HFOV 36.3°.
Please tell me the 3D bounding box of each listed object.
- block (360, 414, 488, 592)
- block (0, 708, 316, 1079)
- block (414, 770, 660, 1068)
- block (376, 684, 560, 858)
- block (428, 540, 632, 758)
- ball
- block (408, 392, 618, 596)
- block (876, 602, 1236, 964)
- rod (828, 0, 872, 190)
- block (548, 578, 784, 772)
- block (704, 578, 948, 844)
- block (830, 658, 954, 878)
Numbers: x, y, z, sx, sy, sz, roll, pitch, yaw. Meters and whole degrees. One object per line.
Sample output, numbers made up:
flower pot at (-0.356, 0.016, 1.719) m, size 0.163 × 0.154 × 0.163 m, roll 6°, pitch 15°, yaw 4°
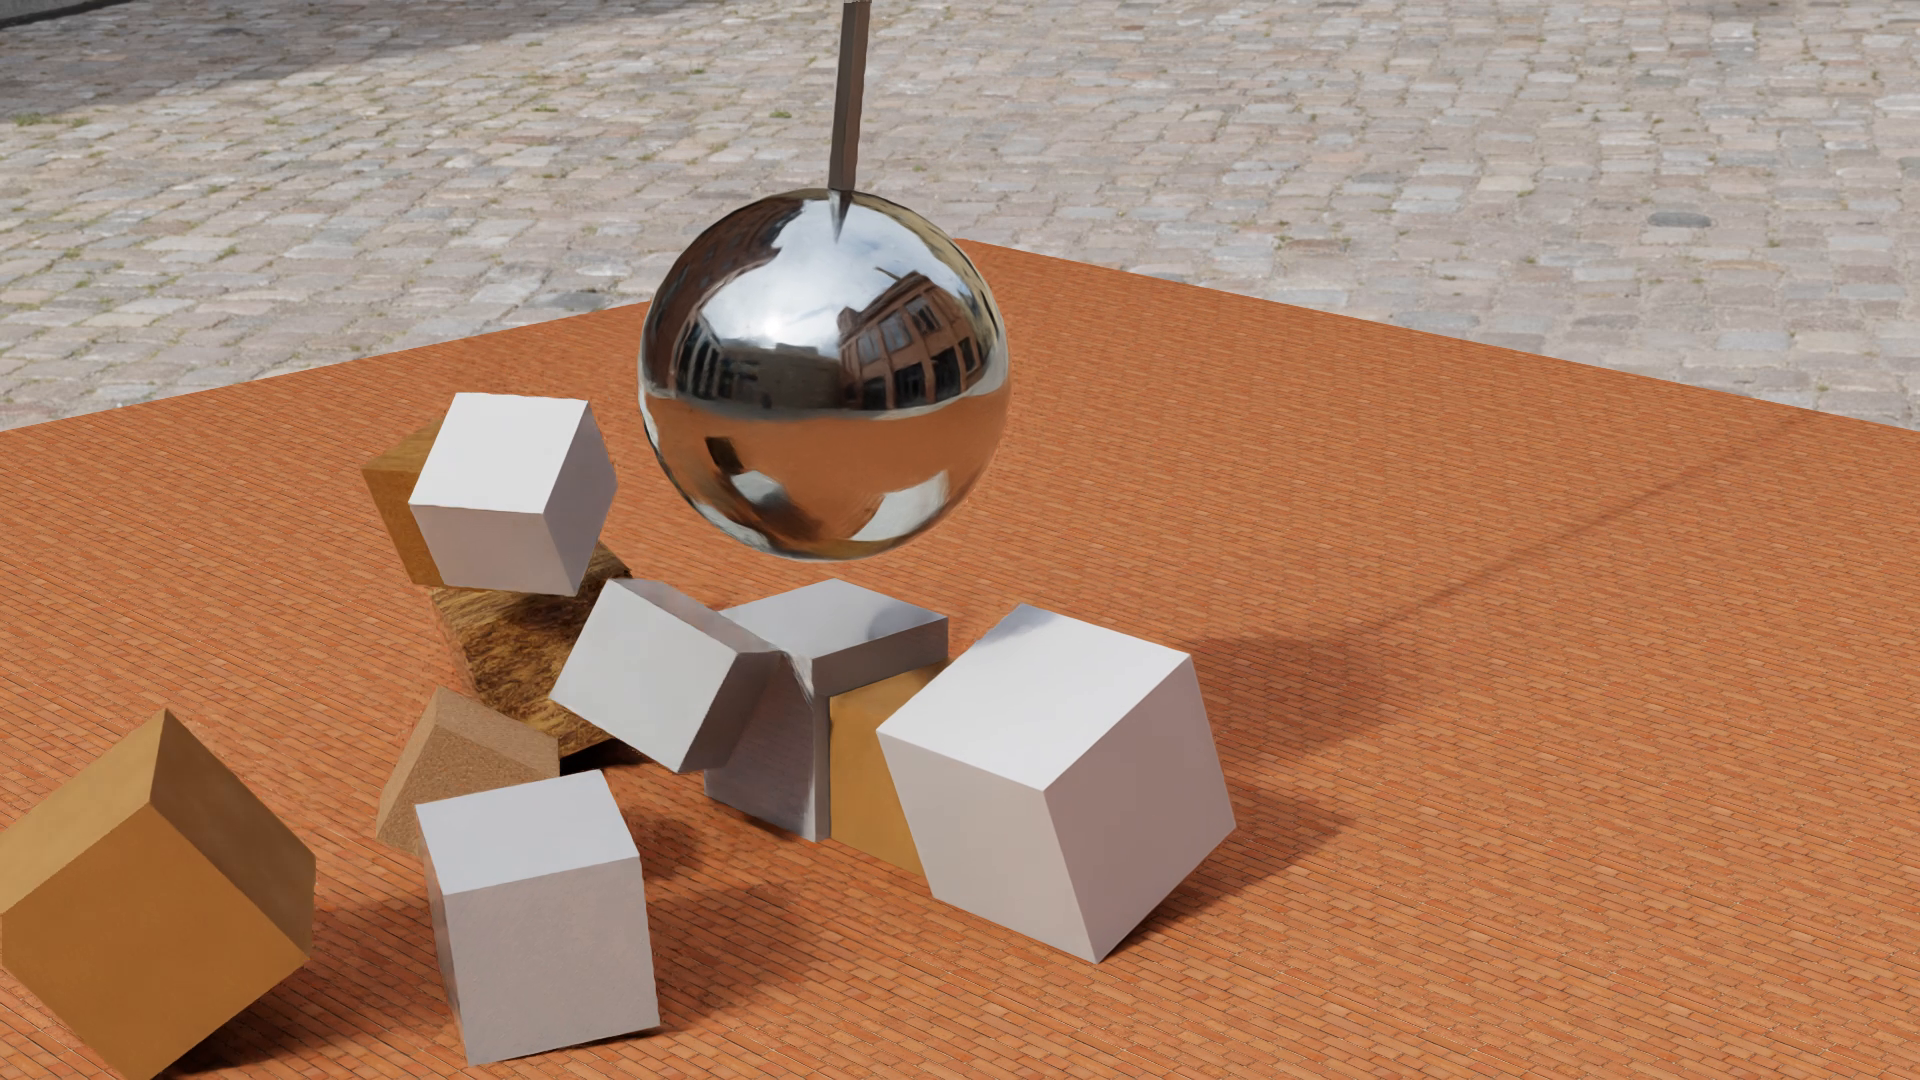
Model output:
block at (-2.491, -0.222, 14.990) m, size 0.653 × 0.683 × 0.696 m, roll 5°, pitch 33°, yaw 46°
block at (-3.212, 1.412, 11.654) m, size 0.872 × 0.909 × 0.841 m, roll -37°, pitch 24°, yaw 6°
block at (-1.730, 1.529, 11.969) m, size 0.779 × 0.785 × 0.807 m, roll -10°, pitch 24°, yaw -15°
block at (-2.158, 1.089, 12.882) m, size 0.590 × 0.574 × 0.566 m, roll 26°, pitch 9°, yaw -14°
block at (-2.064, 0.561, 14.800) m, size 0.887 × 0.786 × 0.895 m, roll -21°, pitch 19°, yaw -14°
ball at (-0.579, -0.699, 12.516) m, size 1.600 × 1.600 × 1.600 m, roll 0°, pitch 17°, yaw 0°
block at (-2.092, -0.219, 13.819) m, size 0.667 × 0.603 × 0.697 m, roll 4°, pitch 51°, yaw 15°
block at (0.433, 1.051, 12.891) m, size 0.992 × 0.972 × 0.991 m, roll 16°, pitch 45°, yaw 42°
rod at (-0.251, -4.011, 11.818) m, size 0.080 × 5.200 × 0.080 m, roll 17°, pitch 16°, yaw 42°
block at (-1.337, 0.614, 13.438) m, size 0.704 × 0.610 × 0.635 m, roll 29°, pitch 6°, yaw 15°
block at (-0.654, 0.809, 14.237) m, size 0.867 × 0.920 × 0.828 m, roll -16°, pitch 24°, yaw -41°
block at (-0.046, 1.075, 13.742) m, size 0.790 × 0.709 × 0.800 m, roll -16°, pitch 24°, yaw -42°
